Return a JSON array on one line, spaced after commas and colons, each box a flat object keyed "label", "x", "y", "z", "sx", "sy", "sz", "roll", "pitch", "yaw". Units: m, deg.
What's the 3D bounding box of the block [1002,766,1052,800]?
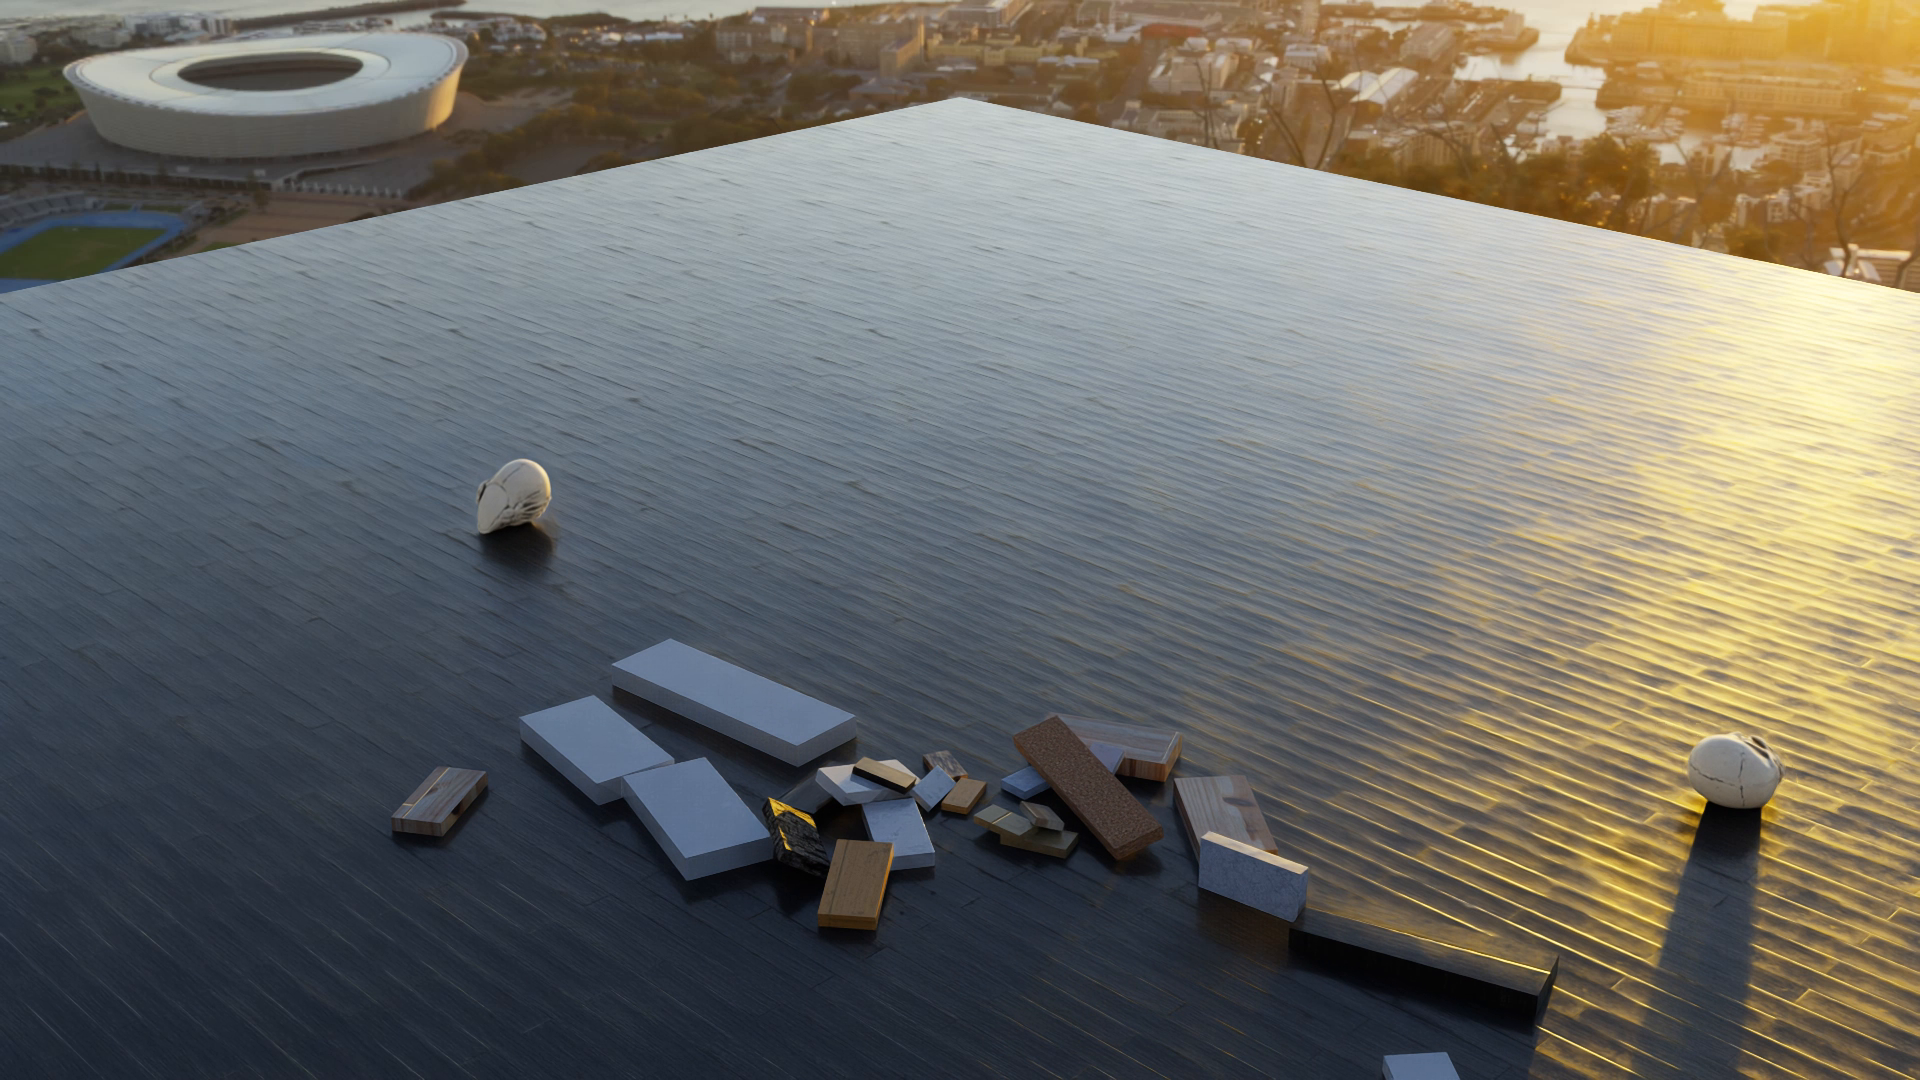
[{"label": "block", "x": 0.159, "y": 0.495, "z": 4.568, "sx": 0.139, "sy": 0.020, "sz": 0.069, "roll": -20, "pitch": 30, "yaw": -39}]

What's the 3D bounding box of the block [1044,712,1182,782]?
[{"label": "block", "x": 0.310, "y": 0.438, "z": 4.675, "sx": 0.295, "sy": 0.042, "sz": 0.148, "roll": 8, "pitch": 24, "yaw": 17}]

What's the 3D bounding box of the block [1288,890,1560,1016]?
[{"label": "block", "x": 0.833, "y": 0.740, "z": 3.964, "sx": 0.453, "sy": 0.042, "sz": 0.148, "roll": 12, "pitch": 26, "yaw": 26}]

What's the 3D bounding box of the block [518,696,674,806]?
[{"label": "block", "x": -0.771, "y": 0.441, "z": 4.656, "sx": 0.180, "sy": 0.051, "sz": 0.359, "roll": -16, "pitch": 28, "yaw": -33}]

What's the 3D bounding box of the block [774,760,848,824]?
[{"label": "block", "x": -0.284, "y": 0.516, "z": 4.507, "sx": 0.101, "sy": 0.029, "sz": 0.202, "roll": 13, "pitch": 26, "yaw": 28}]

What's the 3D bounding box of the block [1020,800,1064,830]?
[{"label": "block", "x": 0.162, "y": 0.550, "z": 4.387, "sx": 0.059, "sy": 0.017, "sz": 0.119, "roll": 13, "pitch": 6, "yaw": -15}]

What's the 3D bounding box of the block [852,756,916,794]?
[{"label": "block", "x": -0.154, "y": 0.480, "z": 4.478, "sx": 0.119, "sy": 0.017, "sz": 0.059, "roll": 21, "pitch": 20, "yaw": 14}]

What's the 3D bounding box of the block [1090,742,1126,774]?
[{"label": "block", "x": 0.282, "y": 0.480, "z": 4.548, "sx": 0.069, "sy": 0.020, "sz": 0.139, "roll": 11, "pitch": 45, "yaw": 25}]

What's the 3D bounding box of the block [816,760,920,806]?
[{"label": "block", "x": -0.183, "y": 0.494, "z": 4.486, "sx": 0.202, "sy": 0.029, "sz": 0.101, "roll": -2, "pitch": 26, "yaw": -41}]

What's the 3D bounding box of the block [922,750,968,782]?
[{"label": "block", "x": -0.031, "y": 0.478, "z": 4.614, "sx": 0.056, "sy": 0.016, "sz": 0.112, "roll": -9, "pitch": 25, "yaw": -20}]

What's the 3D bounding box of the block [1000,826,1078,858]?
[{"label": "block", "x": 0.157, "y": 0.590, "z": 4.345, "sx": 0.139, "sy": 0.020, "sz": 0.069, "roll": 10, "pitch": 25, "yaw": 22}]

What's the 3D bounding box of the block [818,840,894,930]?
[{"label": "block", "x": -0.196, "y": 0.649, "z": 4.151, "sx": 0.108, "sy": 0.031, "sz": 0.216, "roll": 3, "pitch": 32, "yaw": 7}]

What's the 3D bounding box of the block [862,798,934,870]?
[{"label": "block", "x": -0.124, "y": 0.582, "z": 4.351, "sx": 0.108, "sy": 0.031, "sz": 0.216, "roll": -5, "pitch": 23, "yaw": -11}]

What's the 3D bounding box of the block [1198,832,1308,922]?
[{"label": "block", "x": 0.550, "y": 0.633, "z": 4.131, "sx": 0.214, "sy": 0.107, "sz": 0.030, "roll": 17, "pitch": 28, "yaw": 34}]

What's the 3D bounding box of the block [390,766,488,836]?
[{"label": "block", "x": -1.057, "y": 0.530, "z": 4.473, "sx": 0.108, "sy": 0.031, "sz": 0.216, "roll": 5, "pitch": 24, "yaw": 12}]

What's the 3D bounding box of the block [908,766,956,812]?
[{"label": "block", "x": -0.055, "y": 0.509, "z": 4.503, "sx": 0.056, "sy": 0.016, "sz": 0.112, "roll": 43, "pitch": 34, "yaw": 6}]

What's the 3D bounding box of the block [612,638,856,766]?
[{"label": "block", "x": -0.506, "y": 0.353, "z": 4.863, "sx": 0.590, "sy": 0.051, "sz": 0.180, "roll": 19, "pitch": 29, "yaw": 37}]

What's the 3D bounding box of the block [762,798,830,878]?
[{"label": "block", "x": -0.321, "y": 0.581, "z": 4.292, "sx": 0.101, "sy": 0.029, "sz": 0.203, "roll": 26, "pitch": 13, "yaw": -23}]

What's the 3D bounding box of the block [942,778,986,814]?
[{"label": "block", "x": 0.008, "y": 0.524, "z": 4.505, "sx": 0.056, "sy": 0.016, "sz": 0.112, "roll": 9, "pitch": 24, "yaw": 19}]

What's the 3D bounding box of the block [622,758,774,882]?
[{"label": "block", "x": -0.527, "y": 0.553, "z": 4.393, "sx": 0.180, "sy": 0.051, "sz": 0.359, "roll": -11, "pitch": 26, "yaw": -25}]

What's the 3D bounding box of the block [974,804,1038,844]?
[{"label": "block", "x": 0.091, "y": 0.562, "z": 4.364, "sx": 0.119, "sy": 0.017, "sz": 0.059, "roll": 19, "pitch": 30, "yaw": 38}]

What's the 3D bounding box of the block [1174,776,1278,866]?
[{"label": "block", "x": 0.526, "y": 0.562, "z": 4.382, "sx": 0.148, "sy": 0.042, "sz": 0.295, "roll": -2, "pitch": 23, "yaw": -5}]

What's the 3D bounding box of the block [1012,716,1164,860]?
[{"label": "block", "x": 0.256, "y": 0.498, "z": 4.472, "sx": 0.107, "sy": 0.030, "sz": 0.445, "roll": -23, "pitch": 34, "yaw": -16}]

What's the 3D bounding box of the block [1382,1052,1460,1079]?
[{"label": "block", "x": 0.769, "y": 0.912, "z": 3.573, "sx": 0.107, "sy": 0.030, "sz": 0.214, "roll": -2, "pitch": 23, "yaw": -5}]
